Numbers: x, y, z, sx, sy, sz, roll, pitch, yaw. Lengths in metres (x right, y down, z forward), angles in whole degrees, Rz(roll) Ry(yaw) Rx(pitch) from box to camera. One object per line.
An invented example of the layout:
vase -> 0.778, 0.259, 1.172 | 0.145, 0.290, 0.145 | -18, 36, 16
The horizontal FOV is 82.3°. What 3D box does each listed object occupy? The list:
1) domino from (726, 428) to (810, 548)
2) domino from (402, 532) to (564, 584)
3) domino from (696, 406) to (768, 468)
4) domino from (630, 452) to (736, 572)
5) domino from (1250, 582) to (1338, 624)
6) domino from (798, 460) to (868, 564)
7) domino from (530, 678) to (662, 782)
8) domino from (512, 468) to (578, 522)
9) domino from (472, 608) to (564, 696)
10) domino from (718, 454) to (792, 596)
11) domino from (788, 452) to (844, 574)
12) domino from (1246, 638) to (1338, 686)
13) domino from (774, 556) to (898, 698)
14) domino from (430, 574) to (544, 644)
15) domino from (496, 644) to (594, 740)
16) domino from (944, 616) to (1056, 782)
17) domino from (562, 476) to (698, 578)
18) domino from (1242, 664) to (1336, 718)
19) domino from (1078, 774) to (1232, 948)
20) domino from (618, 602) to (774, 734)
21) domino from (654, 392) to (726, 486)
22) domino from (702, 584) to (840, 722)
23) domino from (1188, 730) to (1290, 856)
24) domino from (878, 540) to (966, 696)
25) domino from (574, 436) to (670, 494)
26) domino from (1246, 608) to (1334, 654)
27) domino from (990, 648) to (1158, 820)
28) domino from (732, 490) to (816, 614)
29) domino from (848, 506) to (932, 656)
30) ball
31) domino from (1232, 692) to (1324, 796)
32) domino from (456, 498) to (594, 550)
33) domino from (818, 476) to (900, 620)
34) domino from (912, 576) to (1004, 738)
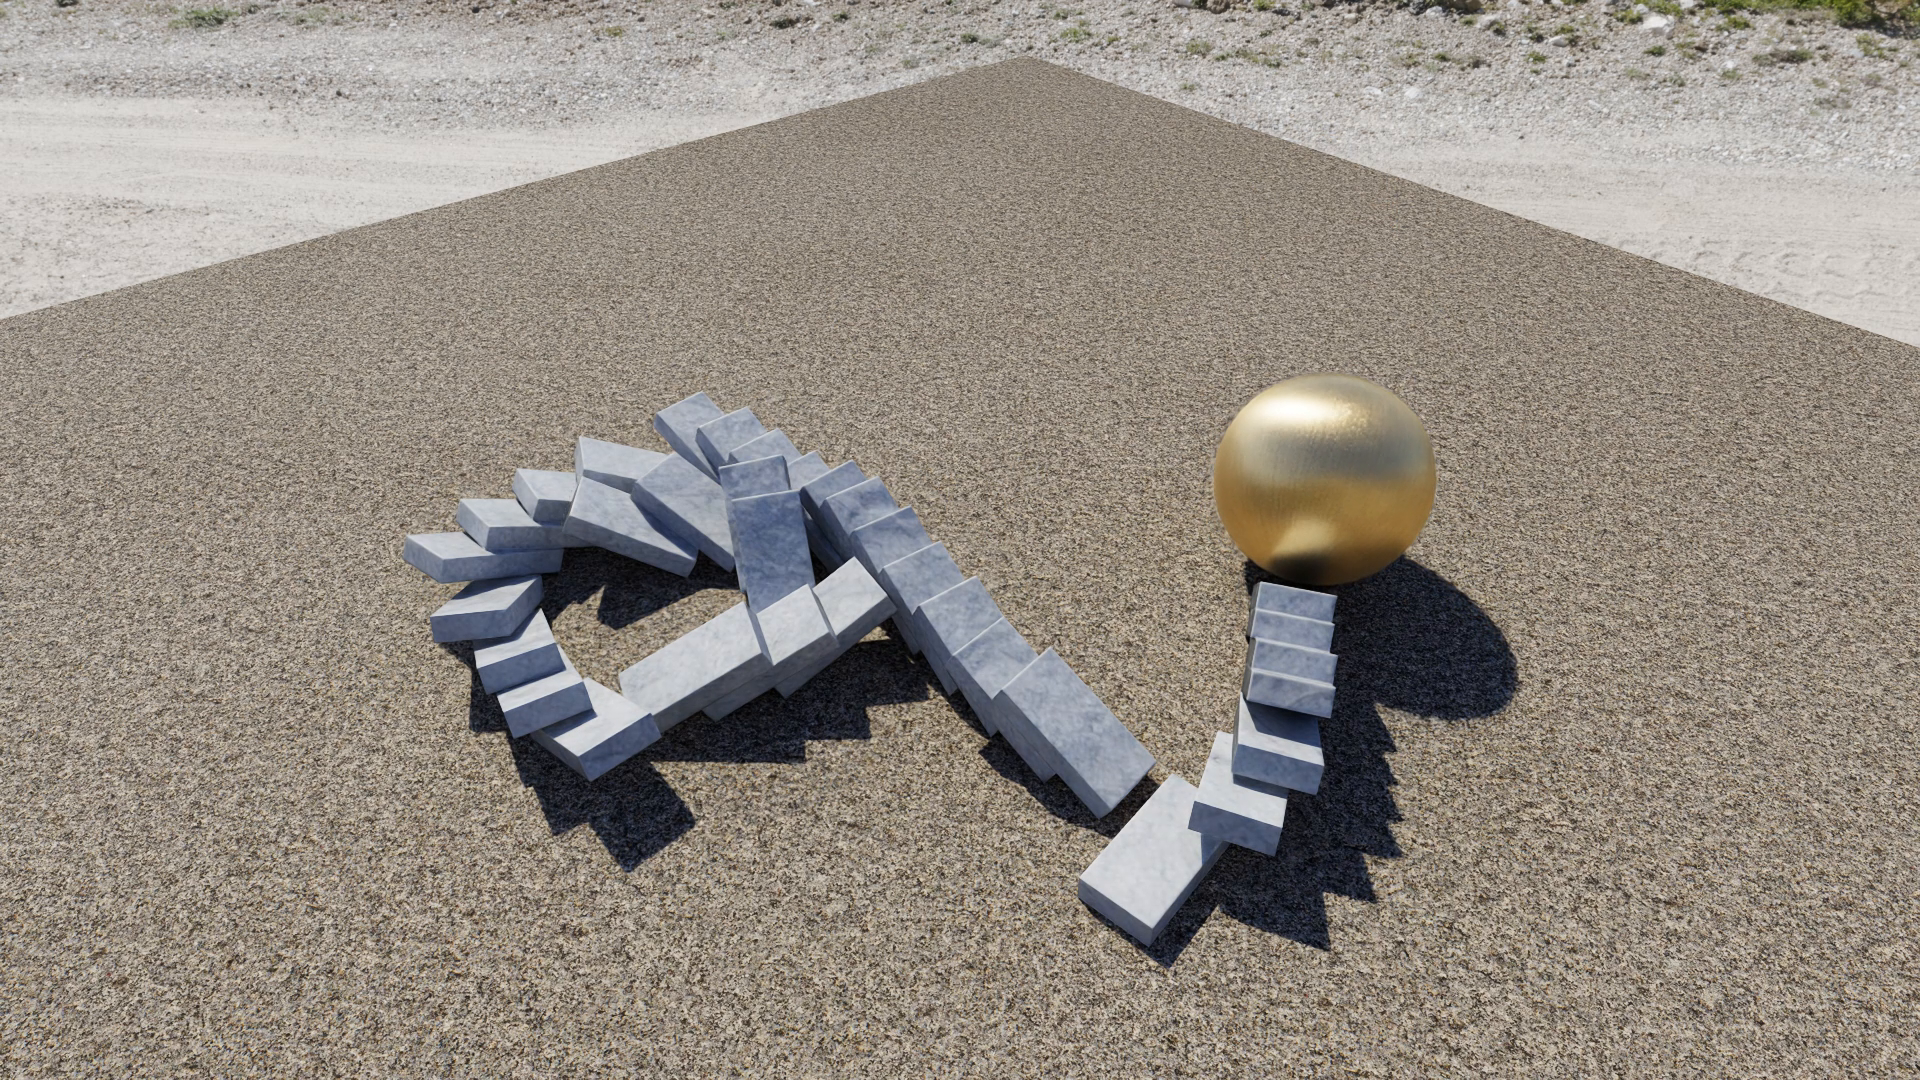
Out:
domino -> -0.070, -0.021, 0.452 | 0.025, 0.009, 0.050 | -32, 75, -34
domino -> -0.180, 0.005, 0.418 | 0.025, 0.009, 0.050 | 23, 16, 30
domino -> -0.087, -0.031, 0.465 | 0.025, 0.010, 0.050 | -31, 74, -35
domino -> -0.103, -0.011, 0.439 | 0.050, 0.010, 0.025 | 37, 43, 1
domino -> 0.118, 0.022, 0.392 | 0.025, 0.010, 0.050 | 11, -1, 13
domino -> -0.038, -0.005, 0.429 | 0.025, 0.010, 0.050 | -32, 82, -33
domino -> -0.120, 0.060, 0.356 | 0.025, 0.010, 0.050 | -32, 27, -33
domino -> -0.152, -0.017, 0.447 | 0.050, 0.009, 0.025 | 2, 29, -44
domino -> -0.154, 0.038, 0.381 | 0.025, 0.010, 0.050 | -19, 18, -22
domino -> -0.076, -0.006, 0.425 | 0.025, 0.010, 0.050 | -12, 80, -1
domino -> -0.054, -0.010, 0.440 | 0.025, 0.009, 0.050 | -32, 74, -33
domino -> 0.111, 0.040, 0.370 | 0.025, 0.009, 0.050 | 11, -1, 13
domino -> -0.050, 0.031, 0.391 | 0.050, 0.010, 0.025 | -38, 49, -7
domino -> -0.169, 0.024, 0.397 | 0.025, 0.009, 0.050 | -5, 13, -7
domino -> -0.141, 0.050, 0.367 | 0.025, 0.009, 0.050 | -21, 18, -24
domino -> 0.021, 0.052, 0.363 | 0.025, 0.009, 0.050 | -34, 77, -34
domino -> -0.127, -0.005, 0.430 | 0.050, 0.010, 0.025 | 22, 34, -22
domino -> 0.106, 0.049, 0.360 | 0.025, 0.009, 0.050 | 11, -1, 13
domino -> 0.060, 0.094, 0.328 | 0.025, 0.010, 0.050 | 29, 47, 30
domino -> -0.090, 0.044, 0.373 | 0.050, 0.010, 0.025 | -30, 48, 1
domino -> -0.106, -0.040, 0.475 | 0.050, 0.009, 0.025 | 46, 51, 10
domino -> -0.069, 0.039, 0.380 | 0.050, 0.009, 0.025 | -31, 47, -1
domino -> 0.087, 0.076, 0.336 | 0.025, 0.009, 0.050 | 15, 19, 17
domino -> -0.005, 0.027, 0.392 | 0.025, 0.010, 0.050 | -25, 75, -28
domino -> -0.134, -0.028, 0.460 | 0.050, 0.010, 0.025 | 11, 32, -31
domino -> 0.113, 0.031, 0.381 | 0.025, 0.009, 0.050 | 11, -1, 13
domino -> 0.036, 0.061, 0.352 | 0.050, 0.009, 0.025 | 47, 54, 10
domino -> -0.069, 0.008, 0.410 | 0.025, 0.010, 0.050 | -10, 79, -12
domino -> -0.018, 0.015, 0.405 | 0.025, 0.009, 0.050 | -25, 78, -28
ball -> 0.137, -0.023, 0.416 | 0.080, 0.080, 0.080 | 0, 39, 0
domino -> 0.100, 0.063, 0.348 | 0.025, 0.009, 0.050 | 13, 13, 12
domino -> -0.168, -0.007, 0.433 | 0.025, 0.010, 0.050 | 32, 21, 35
domino -> -0.030, 0.003, 0.418 | 0.025, 0.010, 0.050 | -26, 79, -32
domino -> 0.008, 0.039, 0.378 | 0.025, 0.009, 0.050 | -26, 73, -28
